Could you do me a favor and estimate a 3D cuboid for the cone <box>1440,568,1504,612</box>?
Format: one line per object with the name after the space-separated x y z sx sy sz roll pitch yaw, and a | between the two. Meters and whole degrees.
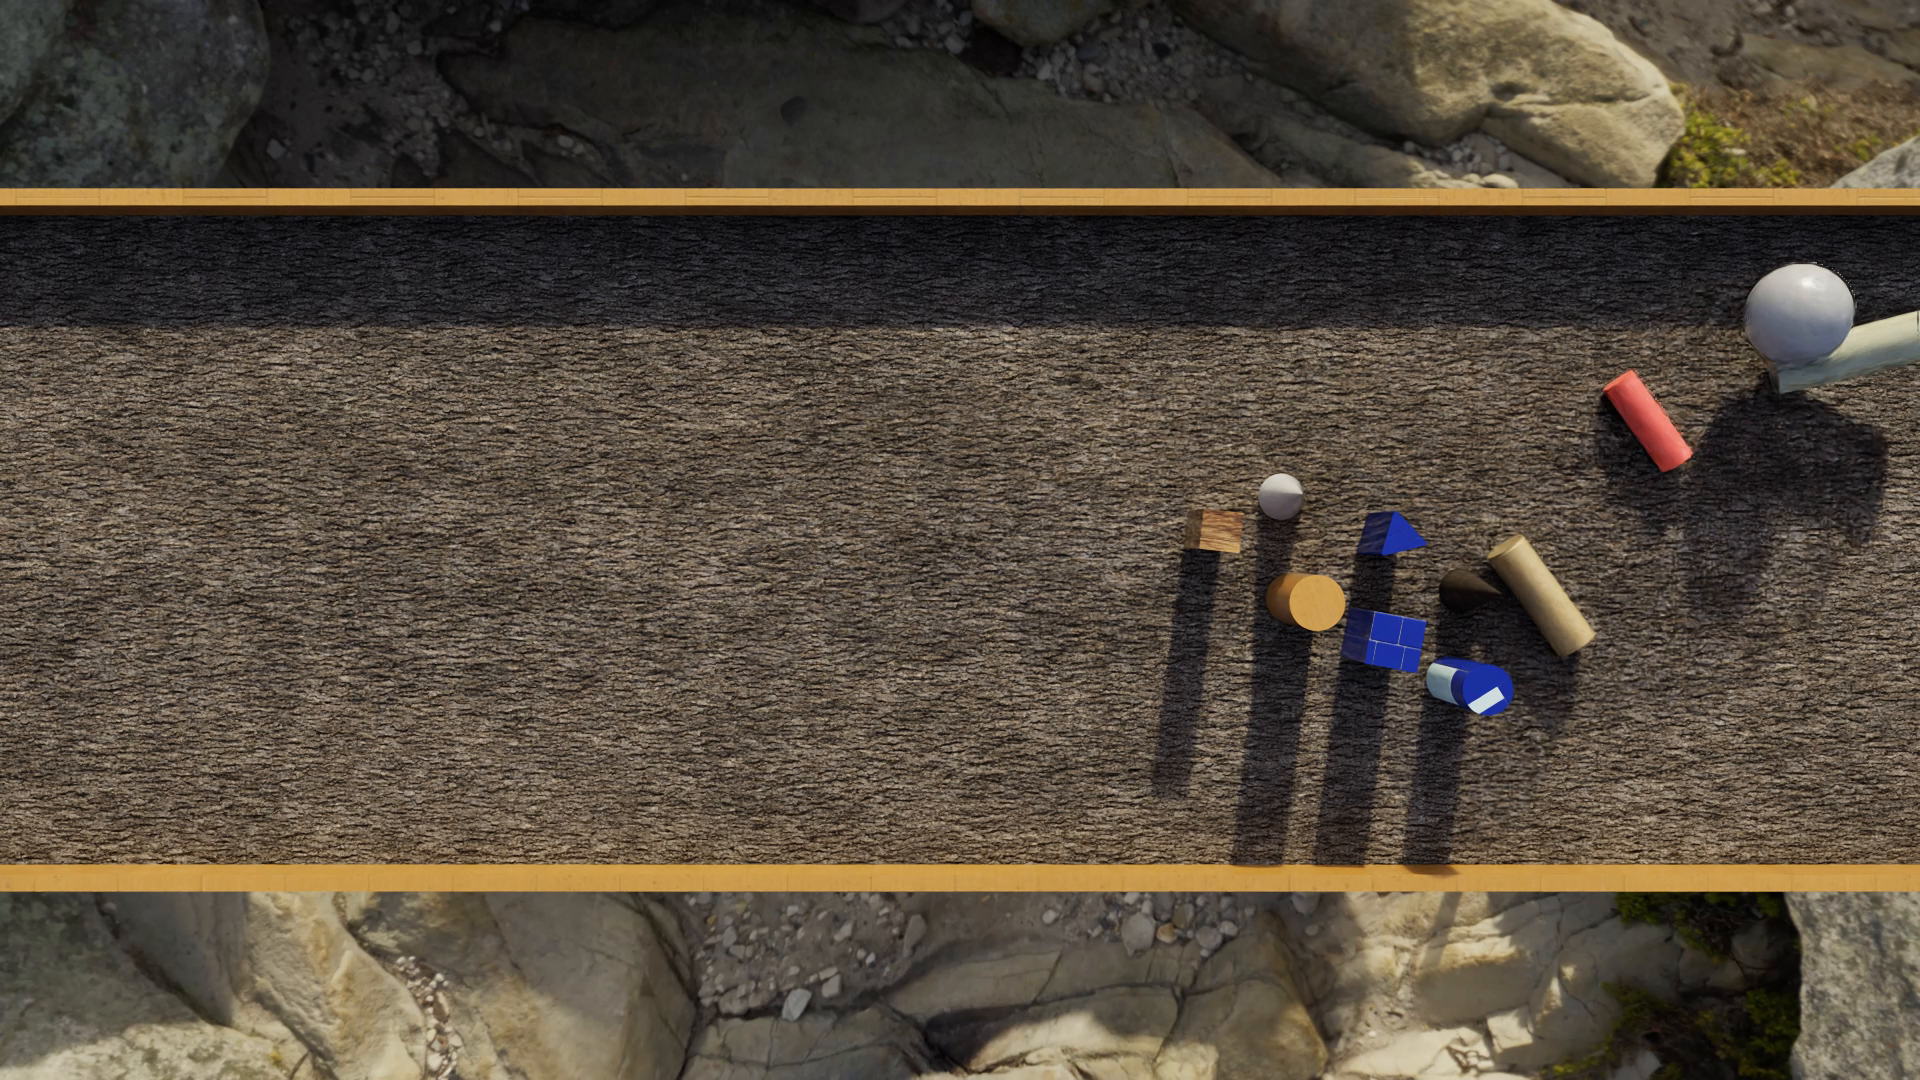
1.542 0.156 4.876 0.136 0.401 0.136 0 90 0 | cone

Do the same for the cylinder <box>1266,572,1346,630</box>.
1.021 0.180 4.894 0.160 0.365 0.160 0 90 0 | cylinder

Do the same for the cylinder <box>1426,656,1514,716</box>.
1.506 0.428 4.890 0.145 0.372 0.145 0 90 0 | cylinder

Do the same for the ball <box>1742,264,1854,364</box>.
2.452 -0.660 4.825 0.292 0.292 0.292 0 90 0 | ball

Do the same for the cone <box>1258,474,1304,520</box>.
0.990 -0.133 4.920 0.143 0.313 0.143 0 90 0 | cone

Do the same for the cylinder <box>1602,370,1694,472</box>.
2.094 -0.361 5.024 0.104 0.104 0.308 -36 90 0 | cylinder

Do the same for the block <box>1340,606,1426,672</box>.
1.259 0.295 4.922 0.154 0.309 0.154 11 90 0 | block

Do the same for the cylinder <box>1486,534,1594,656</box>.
1.764 0.168 5.013 0.126 0.126 0.369 -36 90 0 | cylinder

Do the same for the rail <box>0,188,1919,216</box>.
-2.247 -1.025 5.002 12.000 0.150 0.050 0 90 0 | rail

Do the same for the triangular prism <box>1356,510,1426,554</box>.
1.272 -0.029 4.922 0.132 0.309 0.114 -13 90 0 | triangular prism

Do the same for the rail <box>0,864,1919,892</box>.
-2.247 1.025 5.001 12.000 0.150 0.050 0 90 0 | rail

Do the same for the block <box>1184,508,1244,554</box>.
0.752 -0.026 4.910 0.116 0.334 0.116 7 90 0 | block

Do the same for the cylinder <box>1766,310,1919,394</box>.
2.671 -0.563 4.936 0.447 0.143 0.143 -15 90 17 | cylinder
